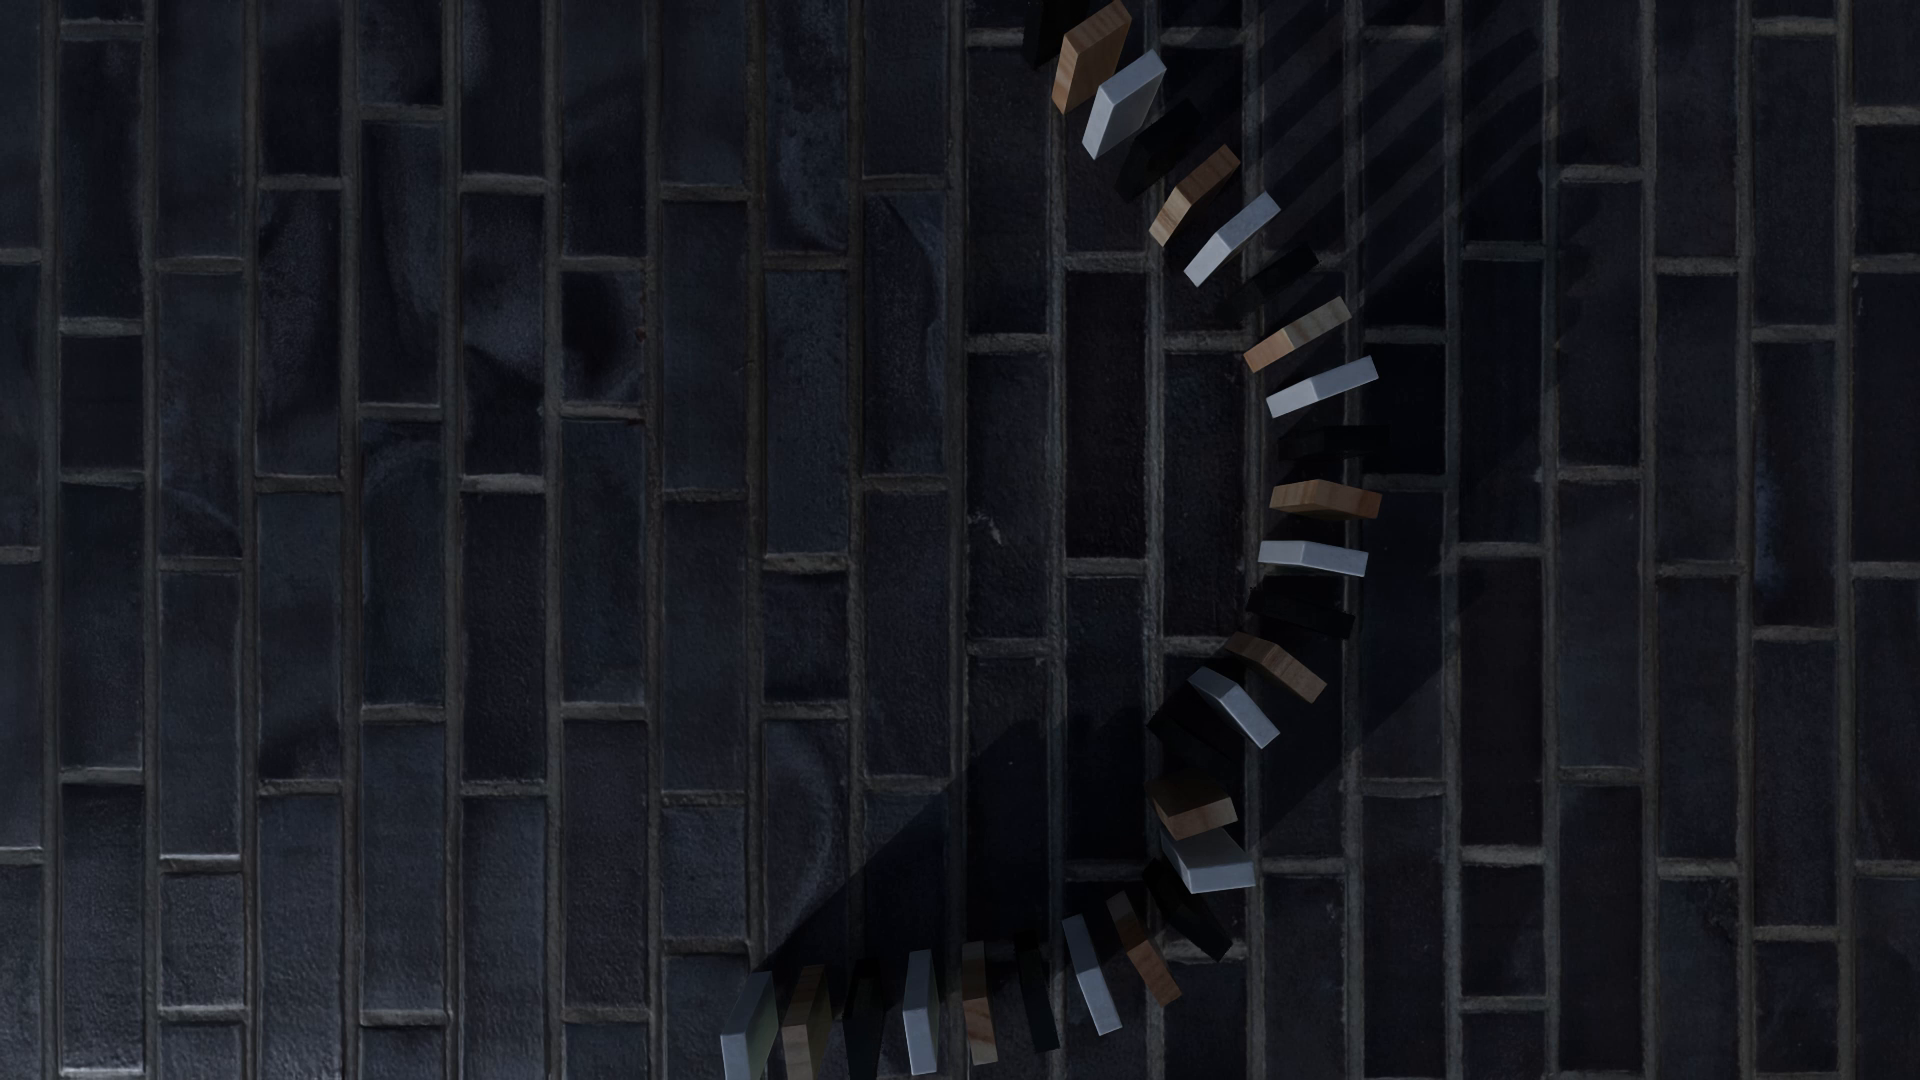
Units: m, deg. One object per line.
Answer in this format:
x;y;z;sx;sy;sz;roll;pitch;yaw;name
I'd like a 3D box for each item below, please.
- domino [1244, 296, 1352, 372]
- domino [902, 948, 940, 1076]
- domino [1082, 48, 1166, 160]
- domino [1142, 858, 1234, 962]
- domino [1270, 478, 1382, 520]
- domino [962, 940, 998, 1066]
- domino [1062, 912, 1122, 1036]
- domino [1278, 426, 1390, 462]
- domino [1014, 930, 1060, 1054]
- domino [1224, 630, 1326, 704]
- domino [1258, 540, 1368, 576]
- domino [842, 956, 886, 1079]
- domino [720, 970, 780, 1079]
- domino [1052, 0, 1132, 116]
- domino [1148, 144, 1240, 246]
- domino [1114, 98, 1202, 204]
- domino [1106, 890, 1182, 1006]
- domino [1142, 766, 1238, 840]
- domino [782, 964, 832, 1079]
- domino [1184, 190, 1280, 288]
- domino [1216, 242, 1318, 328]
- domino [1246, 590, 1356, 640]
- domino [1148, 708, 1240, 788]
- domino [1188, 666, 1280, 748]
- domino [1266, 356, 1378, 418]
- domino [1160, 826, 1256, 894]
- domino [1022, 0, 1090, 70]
0.137;-0.083;0.375;0.025;0.050;0.010;-29;90;0;domino
-0.015;0.192;0.375;0.010;0.050;0.025;-9;90;0;domino
0.066;-0.177;0.375;0.025;0.050;0.009;-35;90;0;domino
0.092;0.150;0.375;0.025;0.050;0.010;38;90;0;domino
0.148;-0.016;0.375;0.025;0.050;0.009;13;90;0;domino
0.008;0.188;0.375;0.009;0.050;0.025;-10;90;0;domino
0.053;0.176;0.375;0.009;0.050;0.025;-21;90;0;domino
0.151;-0.039;0.375;0.025;0.050;0.010;-1;90;0;domino
0.031;0.183;0.375;0.010;0.050;0.025;-13;90;0;domino
0.128;0.051;0.375;0.025;0.050;0.009;38;90;0;domino
0.143;0.007;0.375;0.025;0.050;0.009;11;90;0;domino
-0.039;0.195;0.375;0.009;0.050;0.025;-8;90;0;domino
-0.085;0.201;0.375;0.010;0.050;0.025;-7;90;0;domino
0.053;-0.196;0.375;0.025;0.050;0.009;-34;90;0;domino
0.095;-0.140;0.375;0.025;0.050;0.009;-41;90;0;domino
0.080;-0.158;0.375;0.025;0.050;0.009;-38;90;0;domino
0.074;0.166;0.375;0.009;0.050;0.025;-33;90;0;domino
0.093;0.107;0.375;0.025;0.050;0.010;-18;90;0;domino
-0.062;0.198;0.375;0.009;0.050;0.025;-7;90;0;domino
0.110;-0.122;0.375;0.025;0.050;0.010;-40;90;0;domino
0.124;-0.103;0.375;0.025;0.050;0.009;-33;90;0;domino
0.138;0.030;0.375;0.025;0.050;0.009;17;90;0;domino
0.094;0.084;0.375;0.025;0.050;0.009;33;90;0;domino
0.111;0.067;0.375;0.009;0.050;0.025;-41;90;0;domino
0.147;-0.062;0.375;0.025;0.050;0.009;-20;90;0;domino
0.100;0.129;0.375;0.025;0.050;0.009;-7;90;0;domino
0.040;-0.216;0.375;0.025;0.050;0.009;-34;90;0;domino
